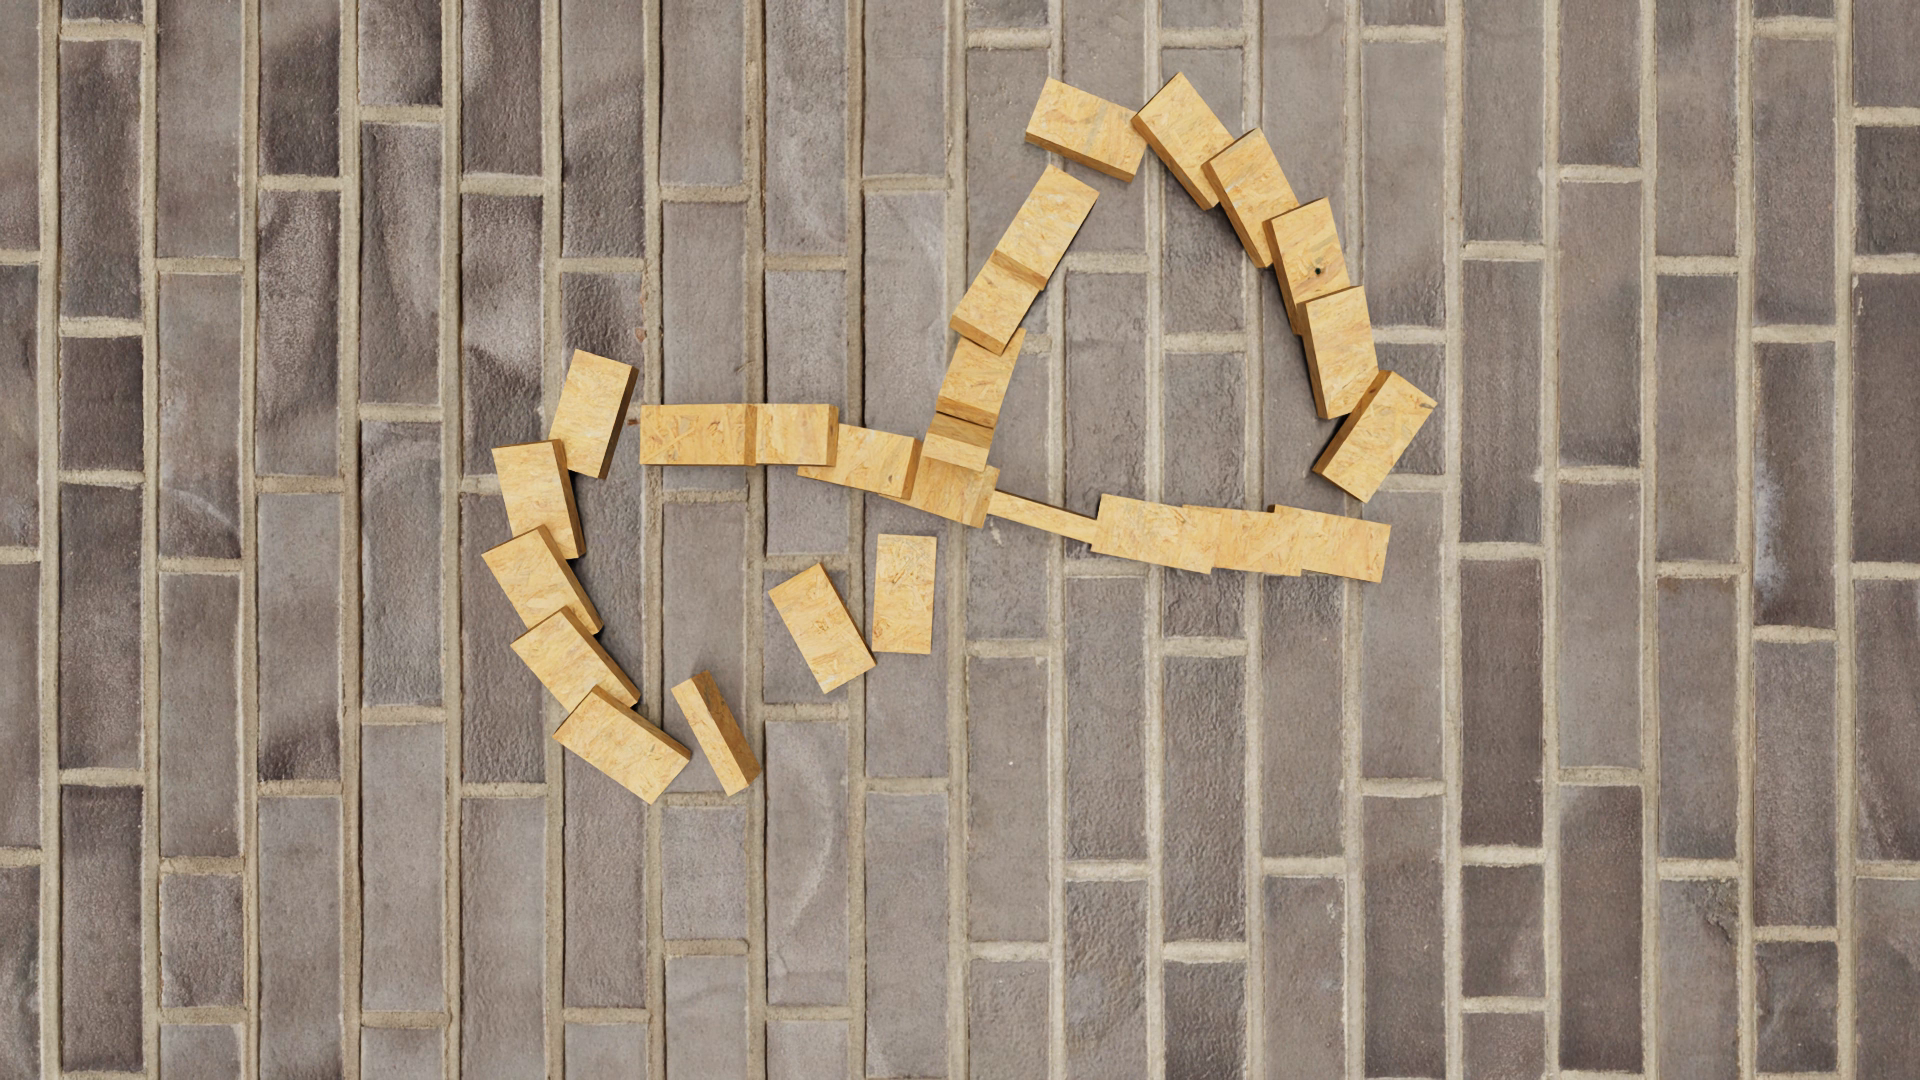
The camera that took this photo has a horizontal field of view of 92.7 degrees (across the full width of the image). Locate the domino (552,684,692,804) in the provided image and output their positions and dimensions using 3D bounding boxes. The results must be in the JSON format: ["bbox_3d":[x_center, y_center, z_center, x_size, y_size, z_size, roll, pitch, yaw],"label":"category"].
[{"bbox_3d":[-0.143,0.087,0.389,0.050,0.010,0.025,41,91,-15],"label":"domino"}]

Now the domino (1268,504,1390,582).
[{"bbox_3d":[0.157,0.002,0.395,0.050,0.010,0.025,10,90,0],"label":"domino"}]

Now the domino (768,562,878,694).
[{"bbox_3d":[-0.059,0.038,0.395,0.025,0.009,0.050,-29,90,0],"label":"domino"}]

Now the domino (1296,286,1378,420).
[{"bbox_3d":[0.161,-0.079,0.389,0.025,0.009,0.050,-18,105,-1],"label":"domino"}]

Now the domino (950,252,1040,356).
[{"bbox_3d":[0.019,-0.104,0.386,0.025,0.009,0.050,30,68,0],"label":"domino"}]

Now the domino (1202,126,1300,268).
[{"bbox_3d":[0.126,-0.144,0.389,0.025,0.010,0.050,-35,106,0],"label":"domino"}]

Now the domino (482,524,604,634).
[{"bbox_3d":[-0.176,0.021,0.388,0.025,0.010,0.050,-25,107,-1],"label":"domino"}]

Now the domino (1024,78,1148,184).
[{"bbox_3d":[0.056,-0.177,0.395,0.050,0.009,0.025,22,90,0],"label":"domino"}]

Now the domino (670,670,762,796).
[{"bbox_3d":[-0.102,0.081,0.388,0.010,0.025,0.050,-28,90,0],"label":"domino"}]

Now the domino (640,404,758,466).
[{"bbox_3d":[-0.111,-0.044,0.388,0.050,0.010,0.025,2,90,17],"label":"domino"}]

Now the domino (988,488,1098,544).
[{"bbox_3d":[0.032,-0.011,0.387,0.050,0.025,0.009,17,96,0],"label":"domino"}]

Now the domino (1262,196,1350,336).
[{"bbox_3d":[0.148,-0.115,0.388,0.025,0.009,0.050,-23,106,0],"label":"domino"}]

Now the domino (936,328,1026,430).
[{"bbox_3d":[0.009,-0.071,0.383,0.025,0.010,0.050,18,57,0],"label":"domino"}]

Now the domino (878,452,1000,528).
[{"bbox_3d":[-0.009,-0.024,0.381,0.050,0.009,0.025,19,93,35],"label":"domino"}]

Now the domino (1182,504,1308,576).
[{"bbox_3d":[0.119,0.000,0.389,0.050,0.010,0.025,6,90,15],"label":"domino"}]

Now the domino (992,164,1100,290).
[{"bbox_3d":[0.036,-0.133,0.388,0.025,0.010,0.050,30,72,0],"label":"domino"}]

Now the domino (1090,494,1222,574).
[{"bbox_3d":[0.083,-0.003,0.389,0.050,0.009,0.025,11,91,15],"label":"domino"}]

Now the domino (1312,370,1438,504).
[{"bbox_3d":[0.176,-0.044,0.389,0.025,0.009,0.050,30,99,-12],"label":"domino"}]

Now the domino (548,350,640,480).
[{"bbox_3d":[-0.159,-0.054,0.395,0.025,0.009,0.050,17,90,0],"label":"domino"}]

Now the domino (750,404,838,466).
[{"bbox_3d":[-0.077,-0.044,0.388,0.050,0.010,0.025,3,90,18],"label":"domino"}]

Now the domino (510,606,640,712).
[{"bbox_3d":[-0.162,0.055,0.389,0.025,0.010,0.050,-34,106,0],"label":"domino"}]

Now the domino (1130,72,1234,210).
[{"bbox_3d":[0.099,-0.169,0.389,0.025,0.009,0.050,-46,105,0],"label":"domino"}]

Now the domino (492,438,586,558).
[{"bbox_3d":[-0.178,-0.016,0.389,0.025,0.009,0.050,-7,105,0],"label":"domino"}]

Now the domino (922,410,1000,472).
[{"bbox_3d":[0.001,-0.044,0.376,0.025,0.050,0.010,16,116,0],"label":"domino"}]

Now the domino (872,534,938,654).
[{"bbox_3d":[-0.024,0.023,0.395,0.025,0.010,0.050,3,90,0],"label":"domino"}]

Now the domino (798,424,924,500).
[{"bbox_3d":[-0.042,-0.034,0.387,0.050,0.009,0.025,13,90,21],"label":"domino"}]
